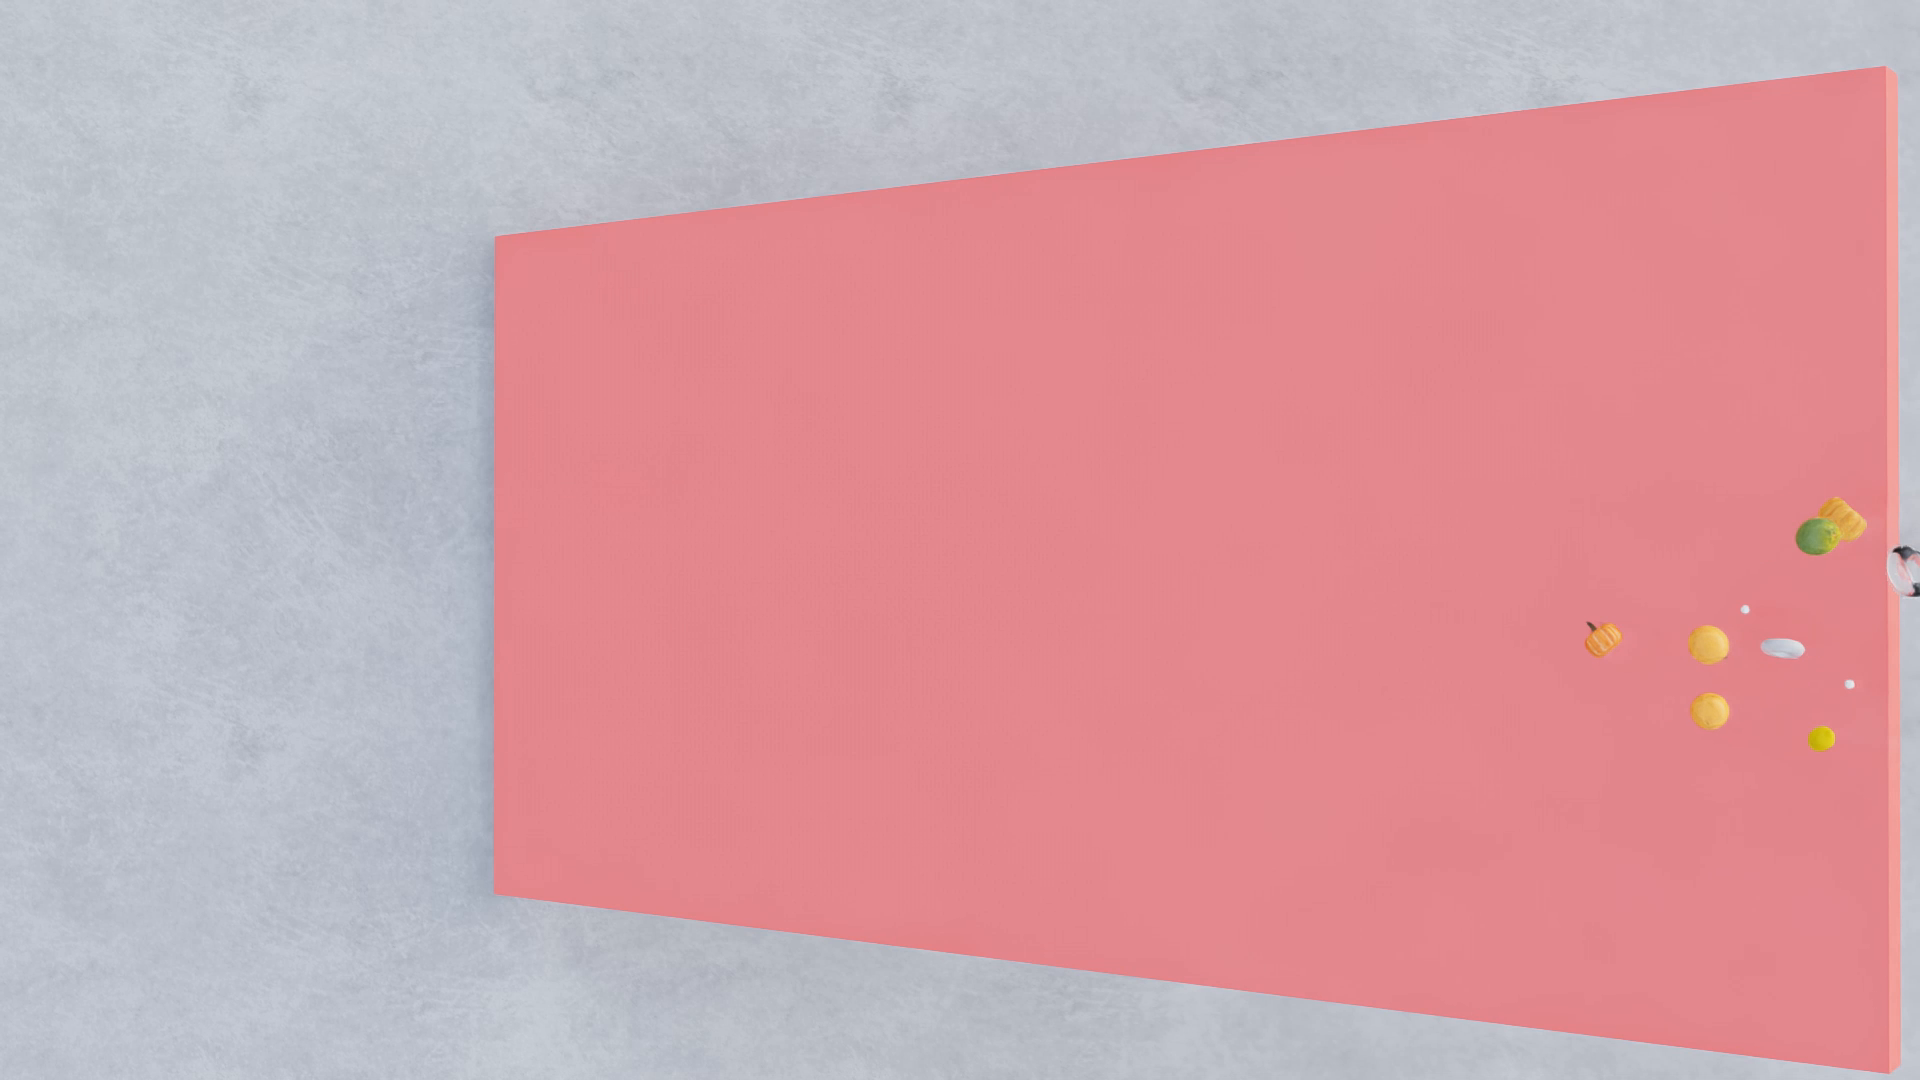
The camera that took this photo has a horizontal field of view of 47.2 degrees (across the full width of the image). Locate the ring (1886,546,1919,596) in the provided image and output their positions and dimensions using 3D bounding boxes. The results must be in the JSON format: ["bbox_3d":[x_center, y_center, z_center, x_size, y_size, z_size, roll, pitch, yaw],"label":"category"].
[{"bbox_3d":[1.676,0.056,3.886,0.032,0.095,0.095,-18,90,-12],"label":"ring"}]

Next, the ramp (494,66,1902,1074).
[{"bbox_3d":[0.241,0.067,5.564,4.000,0.100,2.000,0,89,36],"label":"ramp"}]

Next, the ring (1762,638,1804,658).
[{"bbox_3d":[1.628,0.214,4.351,0.081,0.081,0.027,10,78,0],"label":"ring"}]
